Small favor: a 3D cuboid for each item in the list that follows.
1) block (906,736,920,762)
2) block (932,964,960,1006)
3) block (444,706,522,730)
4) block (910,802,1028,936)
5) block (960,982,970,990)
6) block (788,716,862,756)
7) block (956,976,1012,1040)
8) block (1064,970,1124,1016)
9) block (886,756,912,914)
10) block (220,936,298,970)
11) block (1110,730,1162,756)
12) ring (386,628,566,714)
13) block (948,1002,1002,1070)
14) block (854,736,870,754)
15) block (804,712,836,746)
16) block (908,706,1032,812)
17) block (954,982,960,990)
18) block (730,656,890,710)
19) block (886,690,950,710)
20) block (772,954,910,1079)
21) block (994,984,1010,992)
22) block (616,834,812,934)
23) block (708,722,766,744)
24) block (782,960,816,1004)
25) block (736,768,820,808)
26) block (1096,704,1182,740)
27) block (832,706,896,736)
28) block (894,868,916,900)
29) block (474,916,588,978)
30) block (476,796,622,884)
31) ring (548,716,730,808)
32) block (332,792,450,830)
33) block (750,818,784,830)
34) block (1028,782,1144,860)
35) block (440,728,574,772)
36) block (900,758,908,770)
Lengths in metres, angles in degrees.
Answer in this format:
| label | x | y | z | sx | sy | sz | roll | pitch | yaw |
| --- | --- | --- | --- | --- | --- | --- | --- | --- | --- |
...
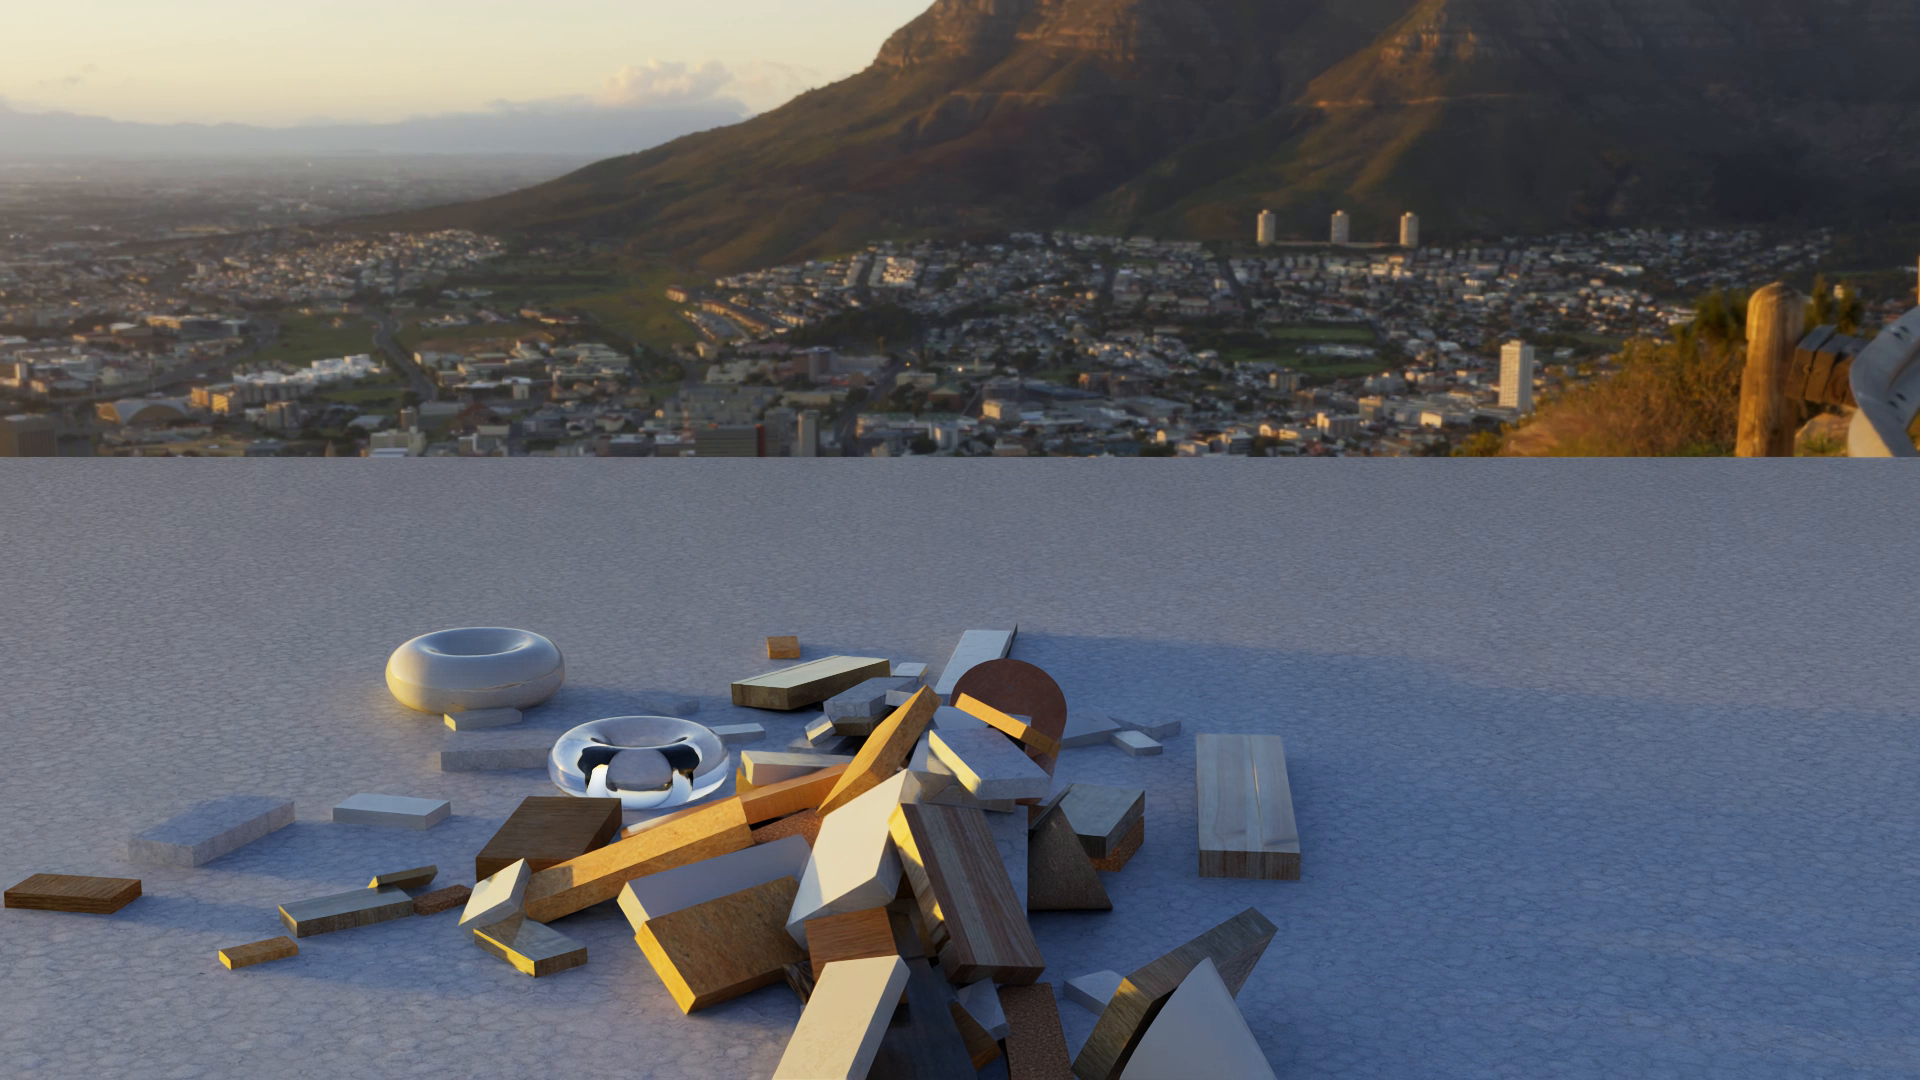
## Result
| label | x | y | z | sx | sy | sz | roll | pitch | yaw |
| --- | --- | --- | --- | --- | --- | --- | --- | --- | --- |
| block | -0.088 | 0.426 | 4.486 | 0.085 | 0.024 | 0.170 | 4 | 11 | 18 |
| block | -0.040 | 0.657 | 3.153 | 0.071 | 0.020 | 0.142 | -35 | 12 | 1 |
| block | -1.025 | 0.382 | 4.730 | 0.147 | 0.021 | 0.073 | -6 | 12 | -30 |
| block | 0.015 | 0.538 | 3.462 | 0.179 | 0.051 | 0.357 | 5 | 29 | -1 |
| block | 0.026 | 0.659 | 3.190 | 0.046 | 0.013 | 0.093 | -1 | 28 | -7 |
| block | -0.269 | 0.410 | 4.568 | 0.093 | 0.026 | 0.267 | 3 | 11 | 15 |
| block | 0.025 | 0.668 | 3.094 | 0.071 | 0.020 | 0.142 | -23 | 17 | -1 |
| block | 0.230 | 0.668 | 3.187 | 0.082 | 0.023 | 0.165 | -6 | 12 | -30 |
| block | -0.022 | 0.497 | 3.644 | 0.179 | 0.051 | 0.357 | 12 | 29 | 0 |
| block | -1.080 | 0.635 | 3.387 | 0.104 | 0.015 | 0.052 | -8 | 13 | -36 |
| block | 0.364 | 0.419 | 4.539 | 0.063 | 0.018 | 0.125 | -4 | 11 | -19 |
| ring | -1.083 | 0.292 | 4.924 | 0.395 | 0.132 | 0.395 | 1 | 12 | 0 |
| block | -0.003 | 0.686 | 3.008 | 0.071 | 0.020 | 0.142 | -31 | 21 | -14 |
| block | -0.145 | 0.401 | 4.530 | 0.093 | 0.026 | 0.185 | -16 | 4 | 18 |
| block | -0.286 | 0.387 | 4.502 | 0.055 | 0.016 | 0.110 | -32 | 14 | -3 |
| block | 0.019 | 0.368 | 3.745 | 0.179 | 0.051 | 0.357 | 6 | 14 | 4 |
| block | 0.012 | 0.664 | 3.237 | 0.046 | 0.013 | 0.093 | -1 | 11 | -6 |
| block | -0.333 | 0.319 | 4.952 | 0.171 | 0.048 | 0.341 | 2 | 9 | 39 |
| block | -0.067 | 0.353 | 4.635 | 0.109 | 0.031 | 0.219 | 7 | -9 | 20 |
| block | -0.160 | 0.648 | 2.866 | 0.120 | 0.034 | 0.239 | -12 | 32 | 31 |
| block | 0.059 | 0.633 | 3.221 | 0.046 | 0.013 | 0.093 | 34 | 26 | 25 |
| block | -0.343 | 0.569 | 3.401 | 0.337 | 0.048 | 0.168 | -10 | 51 | -42 |
| block | -0.480 | 0.406 | 4.609 | 0.131 | 0.019 | 0.066 | -4 | 11 | -19 |
| block | -0.212 | 0.644 | 3.204 | 0.061 | 0.017 | 0.122 | -4 | 11 | -21 |
| block | -0.228 | 0.469 | 4.109 | 0.348 | 0.049 | 0.174 | 7 | 3 | 33 |
| block | 0.371 | 0.387 | 4.689 | 0.092 | 0.026 | 0.184 | -10 | 14 | -42 |
| block | -0.191 | 0.373 | 4.597 | 0.093 | 0.026 | 0.185 | -3 | 9 | 20 |
| block | -0.119 | 0.502 | 3.486 | 0.287 | 0.041 | 0.144 | -17 | 33 | 57 |
| block | -0.664 | 0.627 | 3.398 | 0.092 | 0.026 | 0.184 | -9 | 14 | -40 |
| block | -0.718 | 0.528 | 3.870 | 0.174 | 0.049 | 0.348 | 1 | 11 | 3 |
| ring | -0.618 | 0.426 | 4.236 | 0.349 | 0.116 | 0.349 | 1 | 10 | 0 |
| block | -1.052 | 0.502 | 4.071 | 0.189 | 0.027 | 0.094 | 3 | 11 | 15 |
| block | -0.247 | 0.541 | 3.796 | 0.348 | 0.049 | 0.174 | 4 | 11 | 22 |
| block | 0.221 | 0.488 | 3.842 | 0.141 | 0.040 | 0.282 | 3 | 11 | 18 |
| block | -0.902 | 0.424 | 4.455 | 0.279 | 0.040 | 0.139 | -1 | 11 | -8 |
| block | -0.132 | 0.455 | 4.282 | 0.099 | 0.014 | 0.049 | -13 | 47 | -41 |
